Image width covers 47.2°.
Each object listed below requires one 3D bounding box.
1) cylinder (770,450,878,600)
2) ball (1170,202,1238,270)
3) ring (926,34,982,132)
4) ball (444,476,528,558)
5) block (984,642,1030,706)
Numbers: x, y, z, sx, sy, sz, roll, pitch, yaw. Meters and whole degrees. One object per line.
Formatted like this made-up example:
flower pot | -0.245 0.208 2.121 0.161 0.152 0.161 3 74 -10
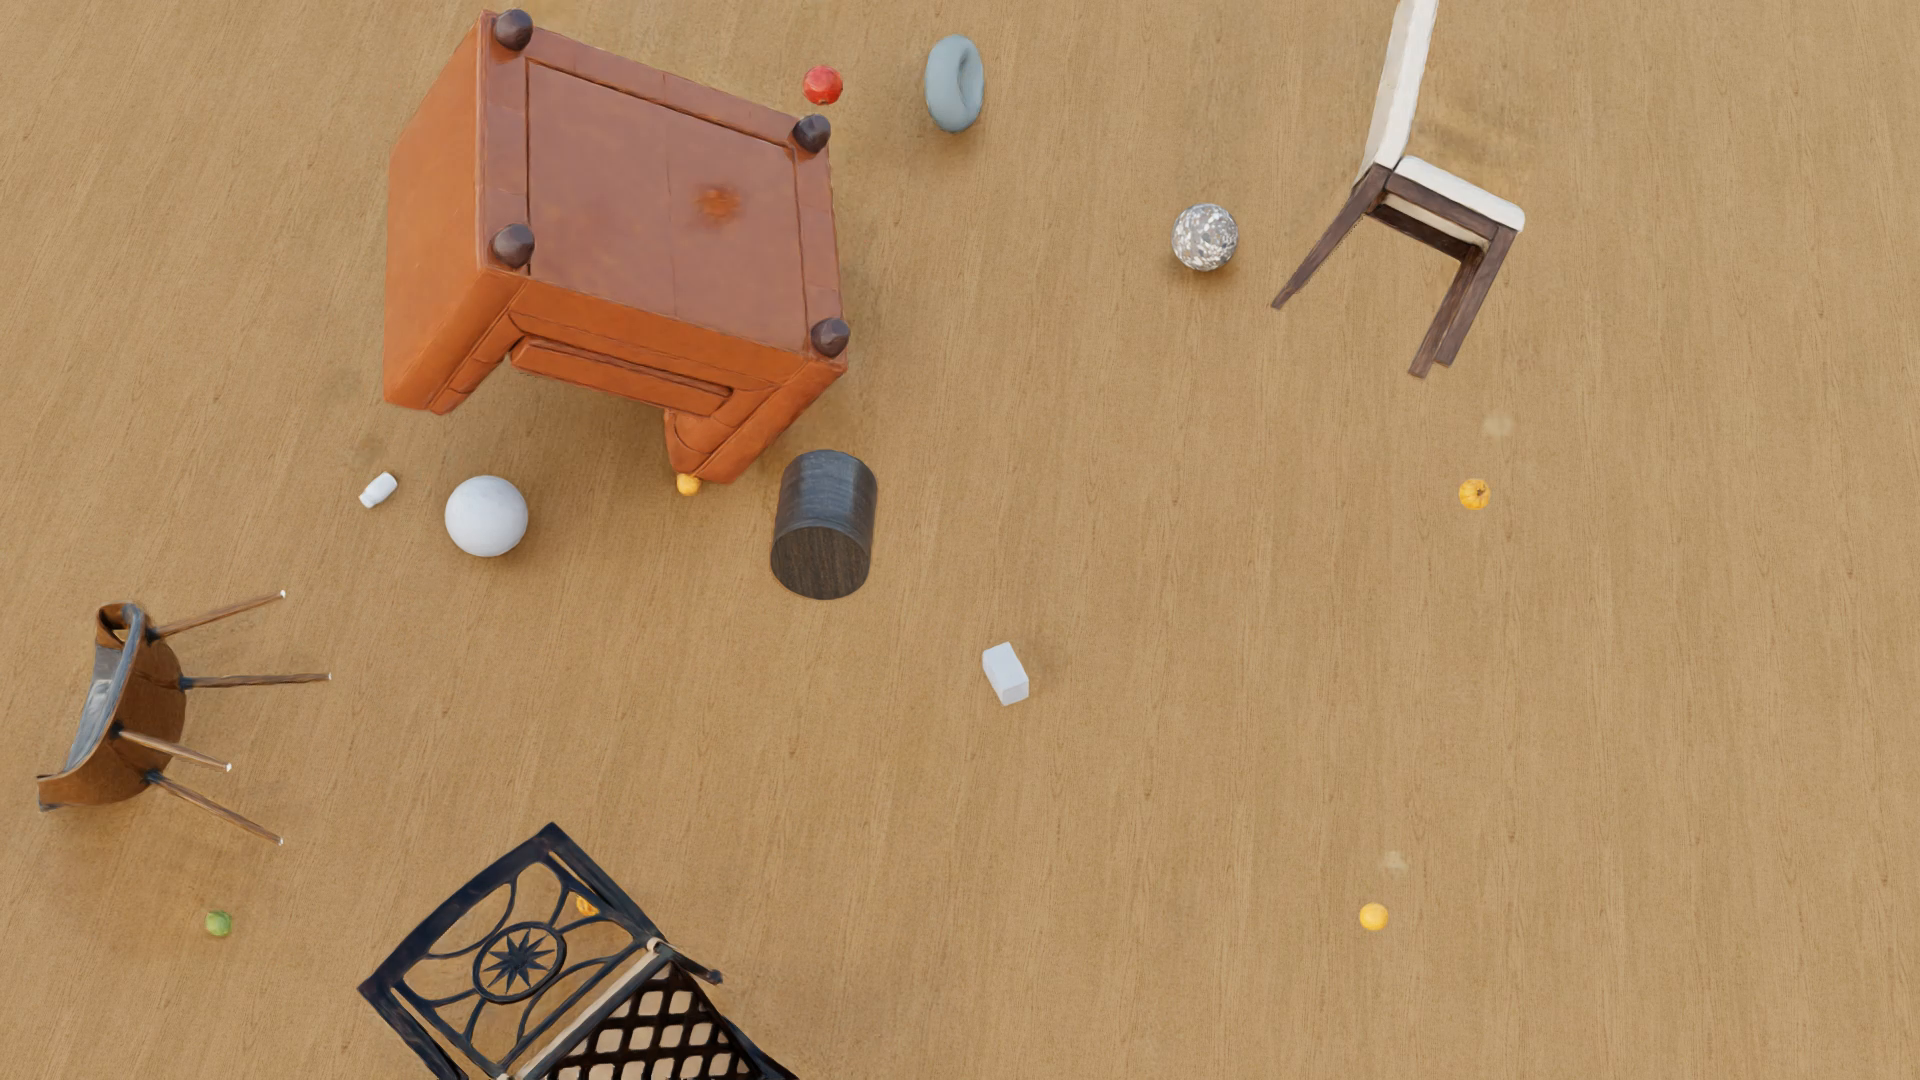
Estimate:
cylinder | -0.353 -0.040 5.730 0.256 0.276 0.278 1 46 3
ball | 0.790 -0.979 7.099 0.218 0.218 0.218 0 56 0
ring | -0.018 -1.545 7.442 0.120 0.275 0.362 -5 59 26
ball | -1.394 -0.070 6.476 0.241 0.241 0.241 0 56 0
block | 0.131 0.382 6.261 0.080 0.094 0.140 -20 59 -12
